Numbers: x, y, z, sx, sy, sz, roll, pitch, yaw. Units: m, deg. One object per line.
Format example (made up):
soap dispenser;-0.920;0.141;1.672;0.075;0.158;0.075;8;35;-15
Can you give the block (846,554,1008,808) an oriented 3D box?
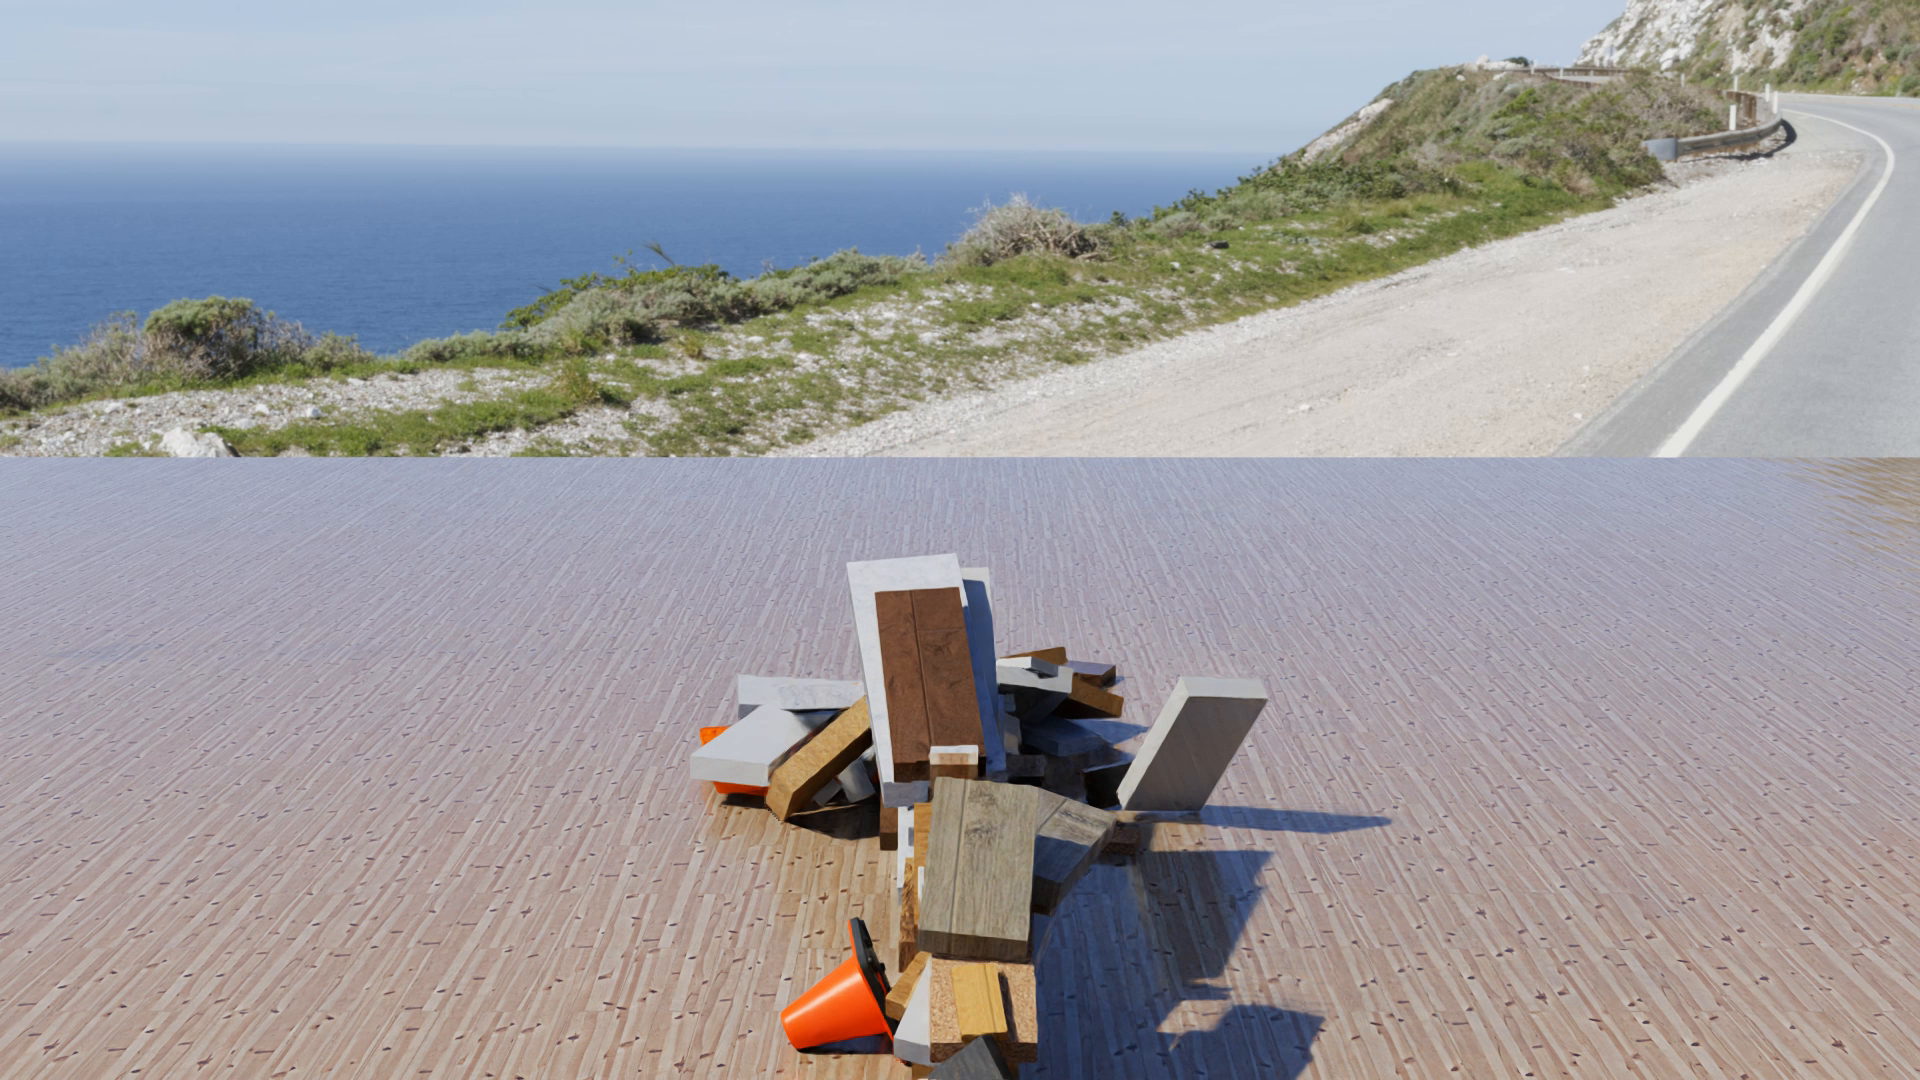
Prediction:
block;-0.058;0.204;3.369;0.179;0.051;0.526;-5;37;-7

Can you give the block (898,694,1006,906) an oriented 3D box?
block;-0.012;0.397;3.404;0.165;0.047;0.373;0;46;0

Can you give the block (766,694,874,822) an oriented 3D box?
block;-0.201;0.360;4.046;0.358;0.051;0.179;-40;-12;-23

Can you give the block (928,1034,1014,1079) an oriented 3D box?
block;0.037;0.661;2.499;0.024;0.086;0.173;21;34;-55

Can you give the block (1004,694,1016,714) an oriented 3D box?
block;0.016;0.338;4.256;0.117;0.033;0.234;-4;-12;-17

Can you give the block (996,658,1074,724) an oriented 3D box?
block;0.106;0.305;4.427;0.176;0.050;0.353;9;-16;-6

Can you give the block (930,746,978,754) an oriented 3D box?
block;-0.009;0.338;3.112;0.067;0.133;0.019;-1;49;-2

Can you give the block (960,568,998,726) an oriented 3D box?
block;-0.036;0.174;3.496;0.179;0.051;0.358;-1;36;-2

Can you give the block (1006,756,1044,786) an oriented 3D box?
block;0.089;0.434;4.119;0.132;0.037;0.265;-1;-11;1

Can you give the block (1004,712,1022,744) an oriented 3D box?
block;-0.020;0.347;4.073;0.176;0.050;0.447;-10;-12;12

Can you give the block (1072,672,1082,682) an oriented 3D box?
block;0.116;0.345;4.766;0.152;0.043;0.303;-12;1;39

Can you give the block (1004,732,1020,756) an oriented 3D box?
block;0.010;0.376;4.016;0.132;0.037;0.265;-10;-12;14

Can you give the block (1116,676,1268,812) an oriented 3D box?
block;0.419;0.374;3.995;0.160;0.320;0.045;4;44;-22

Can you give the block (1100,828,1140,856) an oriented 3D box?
block;0.239;0.534;3.913;0.155;0.022;0.077;2;11;12

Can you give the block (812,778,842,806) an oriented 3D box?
block;-0.275;0.446;4.127;0.054;0.107;0.015;-43;23;-6

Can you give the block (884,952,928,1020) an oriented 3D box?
block;0.007;0.541;2.806;0.111;0.031;0.222;17;39;22

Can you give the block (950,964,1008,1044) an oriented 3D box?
block;0.022;0.544;2.581;0.054;0.015;0.107;-3;36;-6

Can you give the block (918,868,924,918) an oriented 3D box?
block;0.003;0.534;2.869;0.111;0.031;0.274;0;36;-1

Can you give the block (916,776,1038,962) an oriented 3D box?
block;0.024;0.406;2.740;0.133;0.038;0.265;6;38;1

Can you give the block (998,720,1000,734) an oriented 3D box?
block;-0.027;0.232;3.498;0.165;0.047;0.330;-1;36;-2

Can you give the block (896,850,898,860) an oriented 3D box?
block;-0.011;0.508;3.696;0.174;0.049;0.347;-1;-7;1

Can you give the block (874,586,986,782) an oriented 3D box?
block;-0.048;0.210;3.287;0.133;0.038;0.398;-3;37;-5

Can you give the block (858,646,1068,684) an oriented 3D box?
block;-0.008;0.292;4.770;0.141;0.040;0.613;-13;-4;39

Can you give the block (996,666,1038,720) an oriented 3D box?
block;0.066;0.322;4.351;0.117;0.033;0.536;7;-16;-3

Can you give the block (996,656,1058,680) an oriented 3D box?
block;0.103;0.246;4.169;0.155;0.022;0.077;-9;-22;44

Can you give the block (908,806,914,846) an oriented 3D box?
block;-0.023;0.377;3.224;0.111;0.031;0.221;-1;23;-2

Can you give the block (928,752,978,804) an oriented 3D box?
block;-0.010;0.346;3.093;0.067;0.133;0.019;-1;49;-2

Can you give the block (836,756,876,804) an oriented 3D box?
block;-0.206;0.439;4.153;0.054;0.107;0.015;-27;3;10

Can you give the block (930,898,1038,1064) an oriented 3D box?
block;0.027;0.523;2.653;0.124;0.035;0.248;0;36;-1

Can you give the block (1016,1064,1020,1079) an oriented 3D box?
block;0.007;0.679;2.934;0.132;0.037;0.265;0;-2;-1

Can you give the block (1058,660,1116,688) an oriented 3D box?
block;0.243;0.307;5.109;0.215;0.030;0.108;4;11;22

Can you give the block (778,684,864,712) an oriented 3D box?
block;-0.182;0.307;4.298;0.320;0.045;0.160;-2;-7;5

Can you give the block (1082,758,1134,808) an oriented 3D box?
block;0.310;0.455;4.127;0.151;0.076;0.021;-11;10;-9

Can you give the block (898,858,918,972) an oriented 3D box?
block;-0.004;0.525;3.100;0.155;0.044;0.310;0;13;0

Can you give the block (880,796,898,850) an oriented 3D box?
block;-0.040;0.348;3.518;0.165;0.047;0.330;1;46;0

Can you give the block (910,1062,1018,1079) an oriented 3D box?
block;0.000;0.623;2.862;0.132;0.037;0.265;-1;13;-3

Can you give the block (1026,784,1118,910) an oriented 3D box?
block;0.106;0.401;2.897;0.133;0.038;0.266;18;17;15

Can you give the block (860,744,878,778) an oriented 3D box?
block;-0.160;0.371;4.187;0.077;0.155;0.022;32;-10;8

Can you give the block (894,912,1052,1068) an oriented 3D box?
block;0.018;0.544;2.685;0.124;0.035;0.248;11;37;14

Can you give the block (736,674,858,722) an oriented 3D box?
block;-0.329;0.342;4.660;0.283;0.040;0.141;4;21;-8

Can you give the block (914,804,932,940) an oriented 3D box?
block;-0.008;0.454;3.031;0.111;0.031;0.222;0;39;-1

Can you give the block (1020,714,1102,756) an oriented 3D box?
block;0.189;0.404;4.585;0.108;0.030;0.215;-6;12;-31

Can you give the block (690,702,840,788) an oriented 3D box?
block;-0.374;0.394;4.267;0.160;0.045;0.357;4;13;18

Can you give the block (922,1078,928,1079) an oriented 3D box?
block;-0.003;0.684;2.664;0.082;0.023;0.164;-13;-32;21

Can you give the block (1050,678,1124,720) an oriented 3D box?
block;0.185;0.316;4.607;0.152;0.043;0.303;-7;-22;45

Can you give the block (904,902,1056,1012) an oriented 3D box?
block;0.028;0.526;2.770;0.124;0.035;0.248;11;37;14
